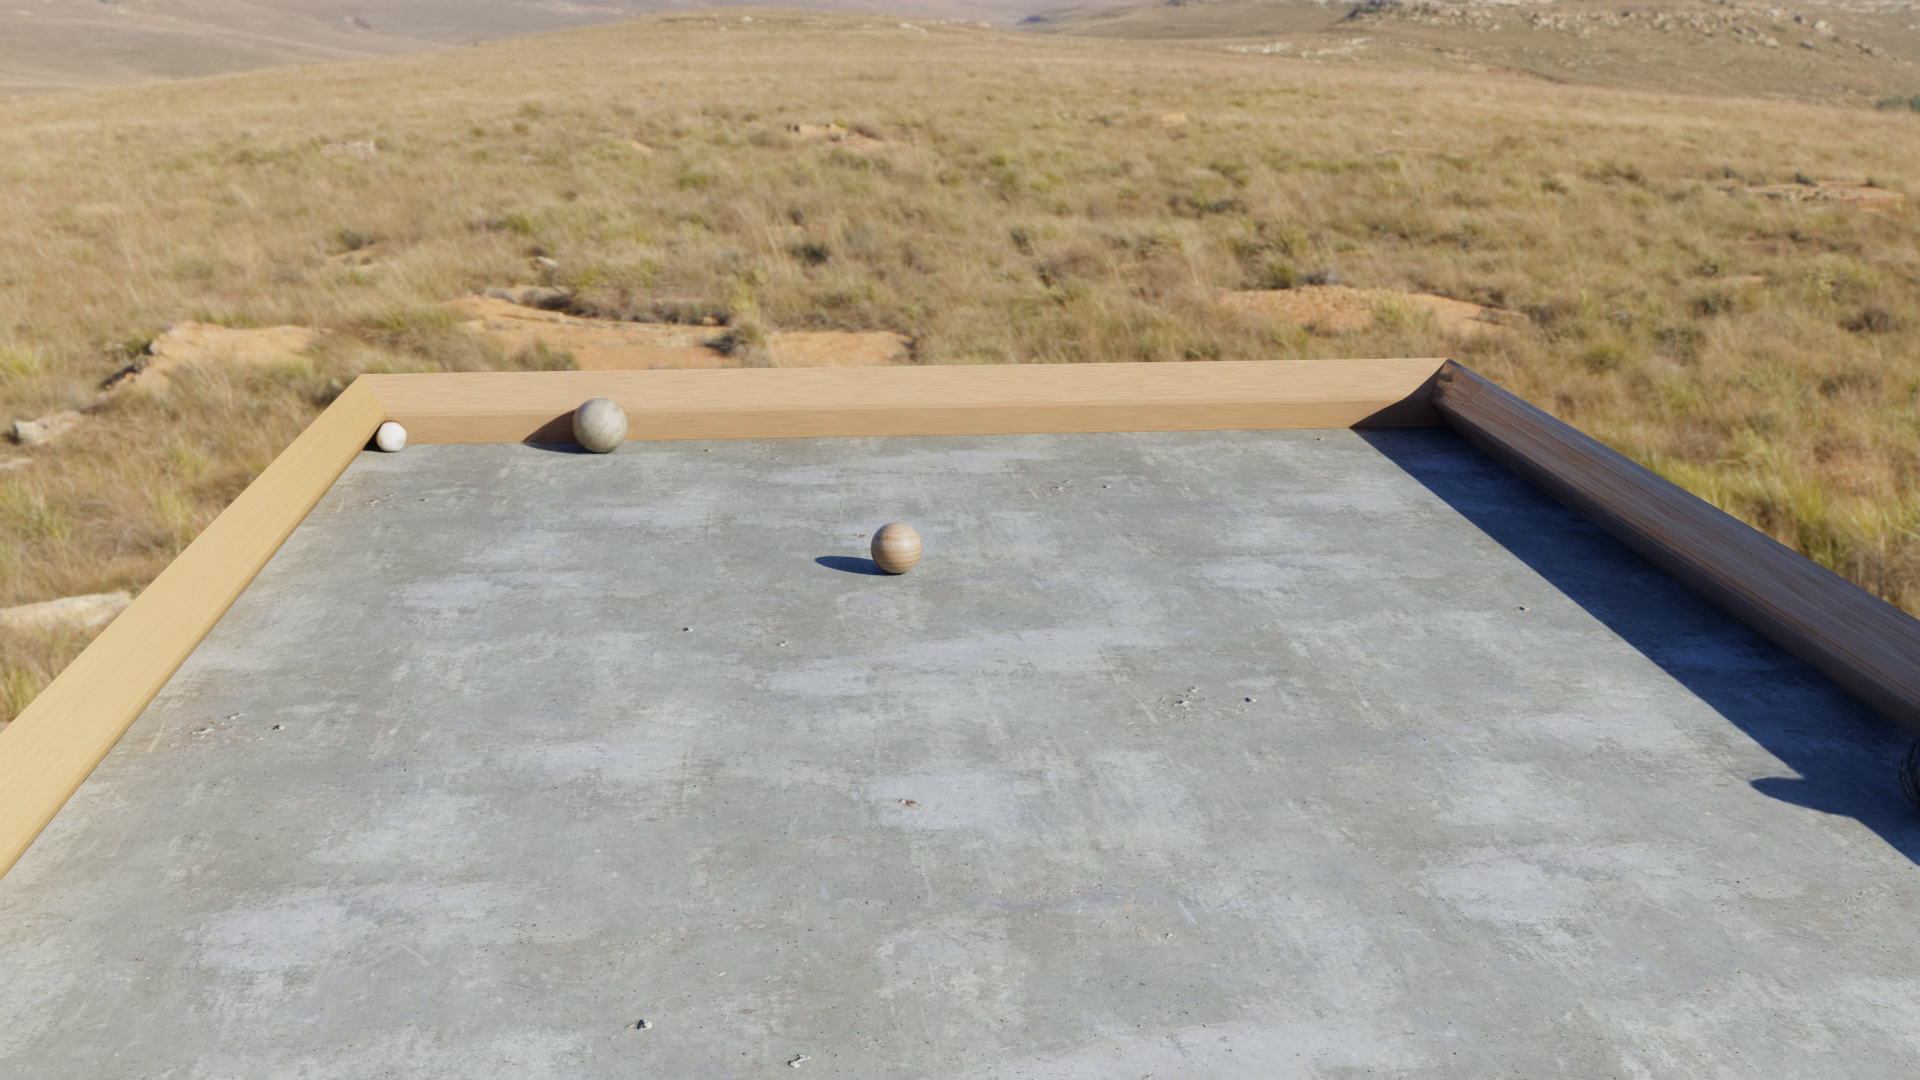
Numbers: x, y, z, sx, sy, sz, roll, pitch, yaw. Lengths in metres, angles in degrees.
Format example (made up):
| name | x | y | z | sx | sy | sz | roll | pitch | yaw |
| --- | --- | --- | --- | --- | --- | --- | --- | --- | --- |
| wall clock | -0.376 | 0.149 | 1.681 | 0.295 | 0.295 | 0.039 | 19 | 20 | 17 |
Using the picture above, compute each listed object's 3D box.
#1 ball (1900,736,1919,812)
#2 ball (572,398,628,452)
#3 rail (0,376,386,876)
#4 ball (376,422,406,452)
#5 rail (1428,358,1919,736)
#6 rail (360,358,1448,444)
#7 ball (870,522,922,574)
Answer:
| name | x | y | z | sx | sy | sz | roll | pitch | yaw |
| --- | --- | --- | --- | --- | --- | --- | --- | --- | --- |
| ball | 0.890 | 0.211 | 1.971 | 0.088 | 0.088 | 0.088 | 0 | 14 | 0 |
| ball | -0.574 | -0.183 | 3.506 | 0.089 | 0.089 | 0.089 | 0 | 14 | 0 |
| rail | -0.798 | 0.202 | 1.949 | 0.045 | 0.115 | 3.334 | -1 | 14 | -5 |
| ball | -0.909 | -0.165 | 3.515 | 0.048 | 0.048 | 0.048 | 0 | 14 | 0 |
| rail | 0.943 | 0.164 | 2.097 | 0.045 | 0.115 | 3.334 | -1 | 14 | -5 |
| rail | -0.071 | -0.224 | 3.609 | 1.795 | 0.115 | 0.045 | -1 | 14 | -5 |
| ball | -0.081 | 0.010 | 2.798 | 0.066 | 0.066 | 0.066 | 0 | 14 | 0 |
